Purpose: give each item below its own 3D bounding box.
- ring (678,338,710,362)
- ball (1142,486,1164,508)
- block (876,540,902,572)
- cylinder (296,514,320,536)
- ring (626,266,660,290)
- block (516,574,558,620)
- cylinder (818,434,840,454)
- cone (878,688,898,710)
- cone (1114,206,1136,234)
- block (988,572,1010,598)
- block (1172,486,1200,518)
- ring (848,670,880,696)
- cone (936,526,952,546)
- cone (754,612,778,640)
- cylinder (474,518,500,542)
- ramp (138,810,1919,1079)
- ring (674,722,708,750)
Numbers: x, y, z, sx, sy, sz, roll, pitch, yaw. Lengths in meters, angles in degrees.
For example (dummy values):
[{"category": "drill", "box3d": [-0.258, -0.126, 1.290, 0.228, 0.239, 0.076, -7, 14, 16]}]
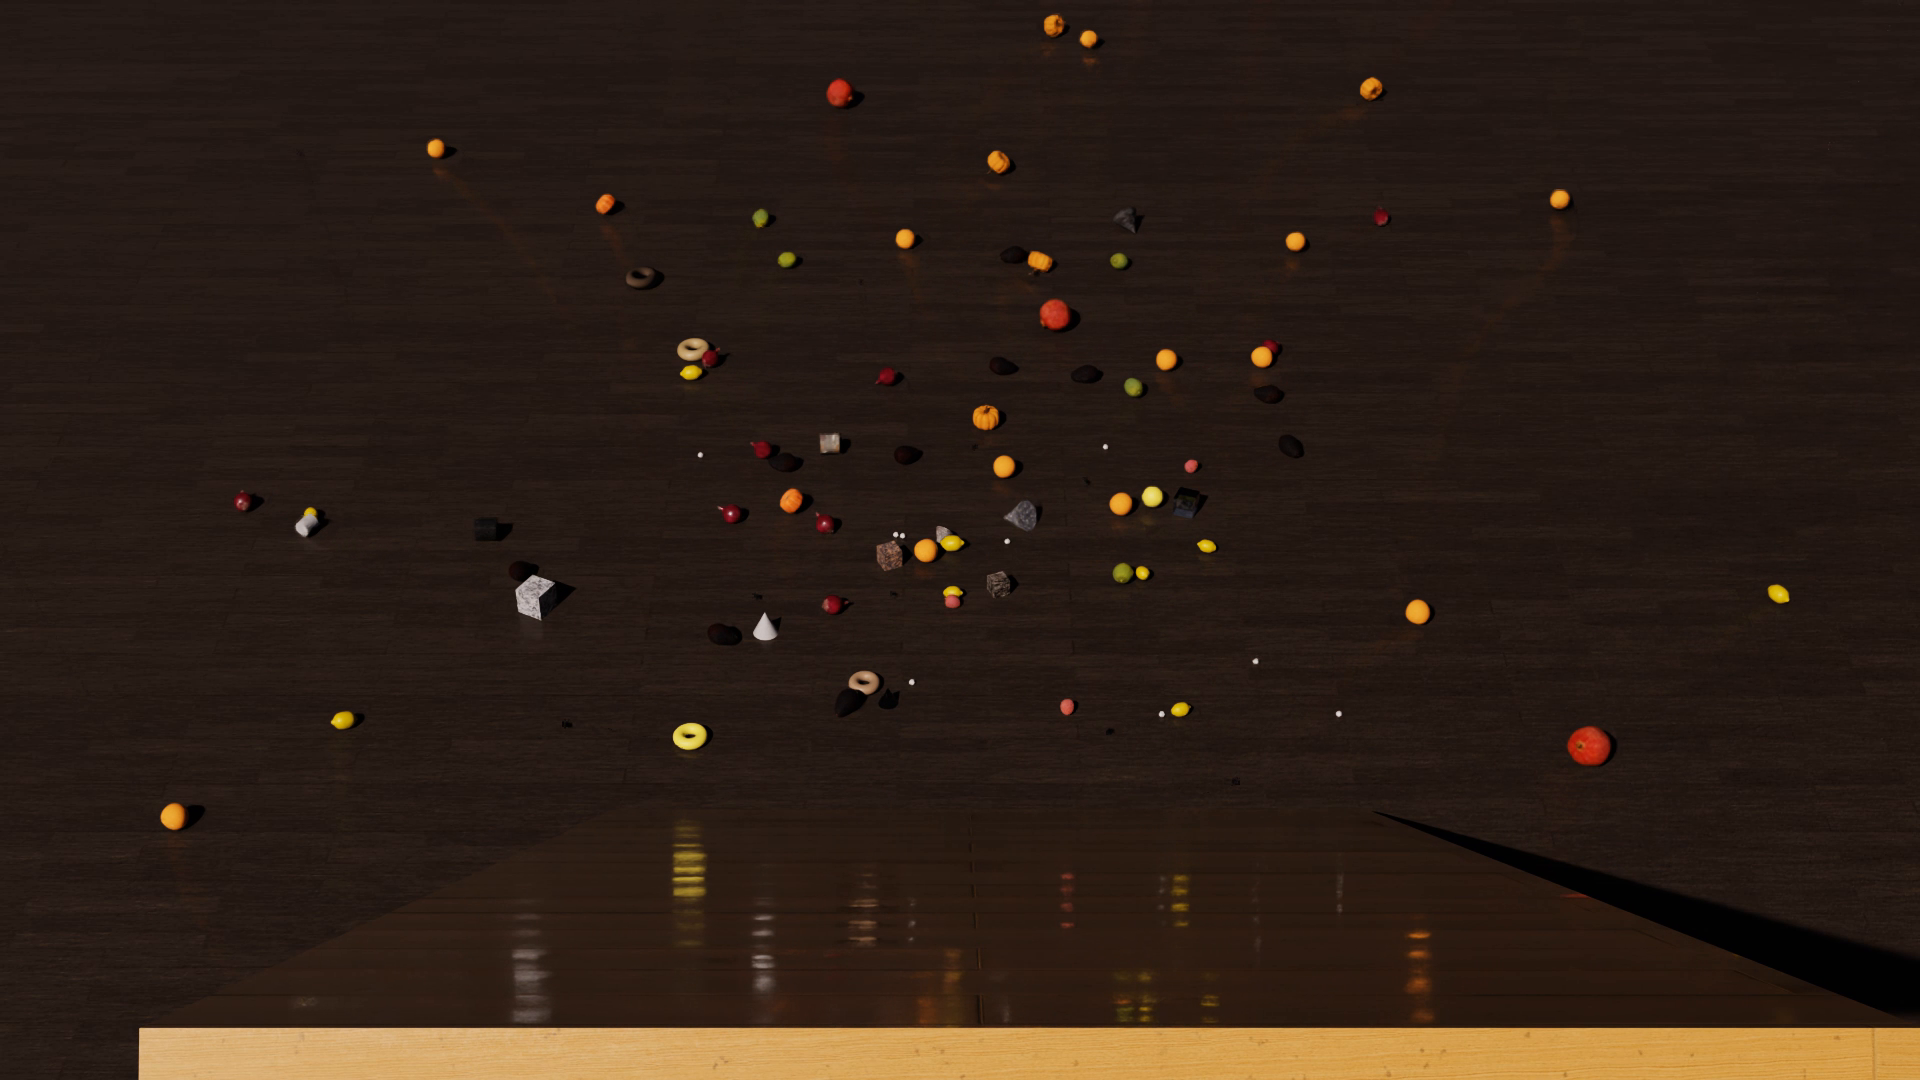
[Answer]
[{"category": "ring", "box3d": [-0.905, -0.647, 8.841, 0.114, 0.038, 0.114, -1, 37, 1]}, {"category": "ball", "box3d": [0.602, -0.134, 8.126, 0.067, 0.067, 0.067, 0, 37, 0]}, {"category": "block", "box3d": [-0.214, 0.048, 7.889, 0.058, 0.058, 0.058, -17, 40, -21]}, {"category": "cylinder", "box3d": [-2.013, -0.046, 8.021, 0.051, 0.051, 0.051, 18, 40, 22]}, {"category": "ring", "box3d": [-1.125, -0.929, 9.218, 0.120, 0.040, 0.120, 0, 38, 0]}, {"category": "block", "box3d": [-1.253, 0.170, 7.704, 0.083, 0.083, 0.083, 18, 40, 23]}, {"category": "cylinder", "box3d": [-0.419, -0.309, 8.366, 0.062, 0.062, 0.062, 1, 36, -12]}, {"category": "cone", "box3d": [-0.204, 0.440, 7.363, 0.057, 0.057, 0.057, 0, 37, 0]}, {"category": "cone", "box3d": [0.624, -1.154, 9.520, 0.092, 0.092, 0.092, -18, 67, -23]}, {"category": "block", "box3d": [0.116, 0.134, 7.778, 0.052, 0.052, 0.052, -15, 39, -19]}, {"category": "block", "box3d": [0.705, -0.116, 8.105, 0.064, 0.064, 0.064, 14, 39, 18]}, {"category": "ring", "box3d": [-0.272, 0.408, 7.428, 0.092, 0.031, 0.092, 0, 38, 0]}, {"category": "cone", "box3d": [-0.059, -0.003, 7.985, 0.057, 0.057, 0.057, 16, 67, 21]}, {"category": "cone", "box3d": [-0.570, 0.241, 7.616, 0.075, 0.075, 0.075, 0, 37, 0]}, {"category": "cylinder", "box3d": [-1.454, -0.032, 7.991, 0.065, 0.065, 0.065, -15, 38, -1]}, {"category": "ramp", "box3d": [0.081, 0.681, 4.910, 2.000, 0.100, 4.000, 0, -2, 0]}, {"category": "ring", "box3d": [-0.750, 0.547, 7.241, 0.098, 0.033, 0.098, -1, 37, 1]}]
